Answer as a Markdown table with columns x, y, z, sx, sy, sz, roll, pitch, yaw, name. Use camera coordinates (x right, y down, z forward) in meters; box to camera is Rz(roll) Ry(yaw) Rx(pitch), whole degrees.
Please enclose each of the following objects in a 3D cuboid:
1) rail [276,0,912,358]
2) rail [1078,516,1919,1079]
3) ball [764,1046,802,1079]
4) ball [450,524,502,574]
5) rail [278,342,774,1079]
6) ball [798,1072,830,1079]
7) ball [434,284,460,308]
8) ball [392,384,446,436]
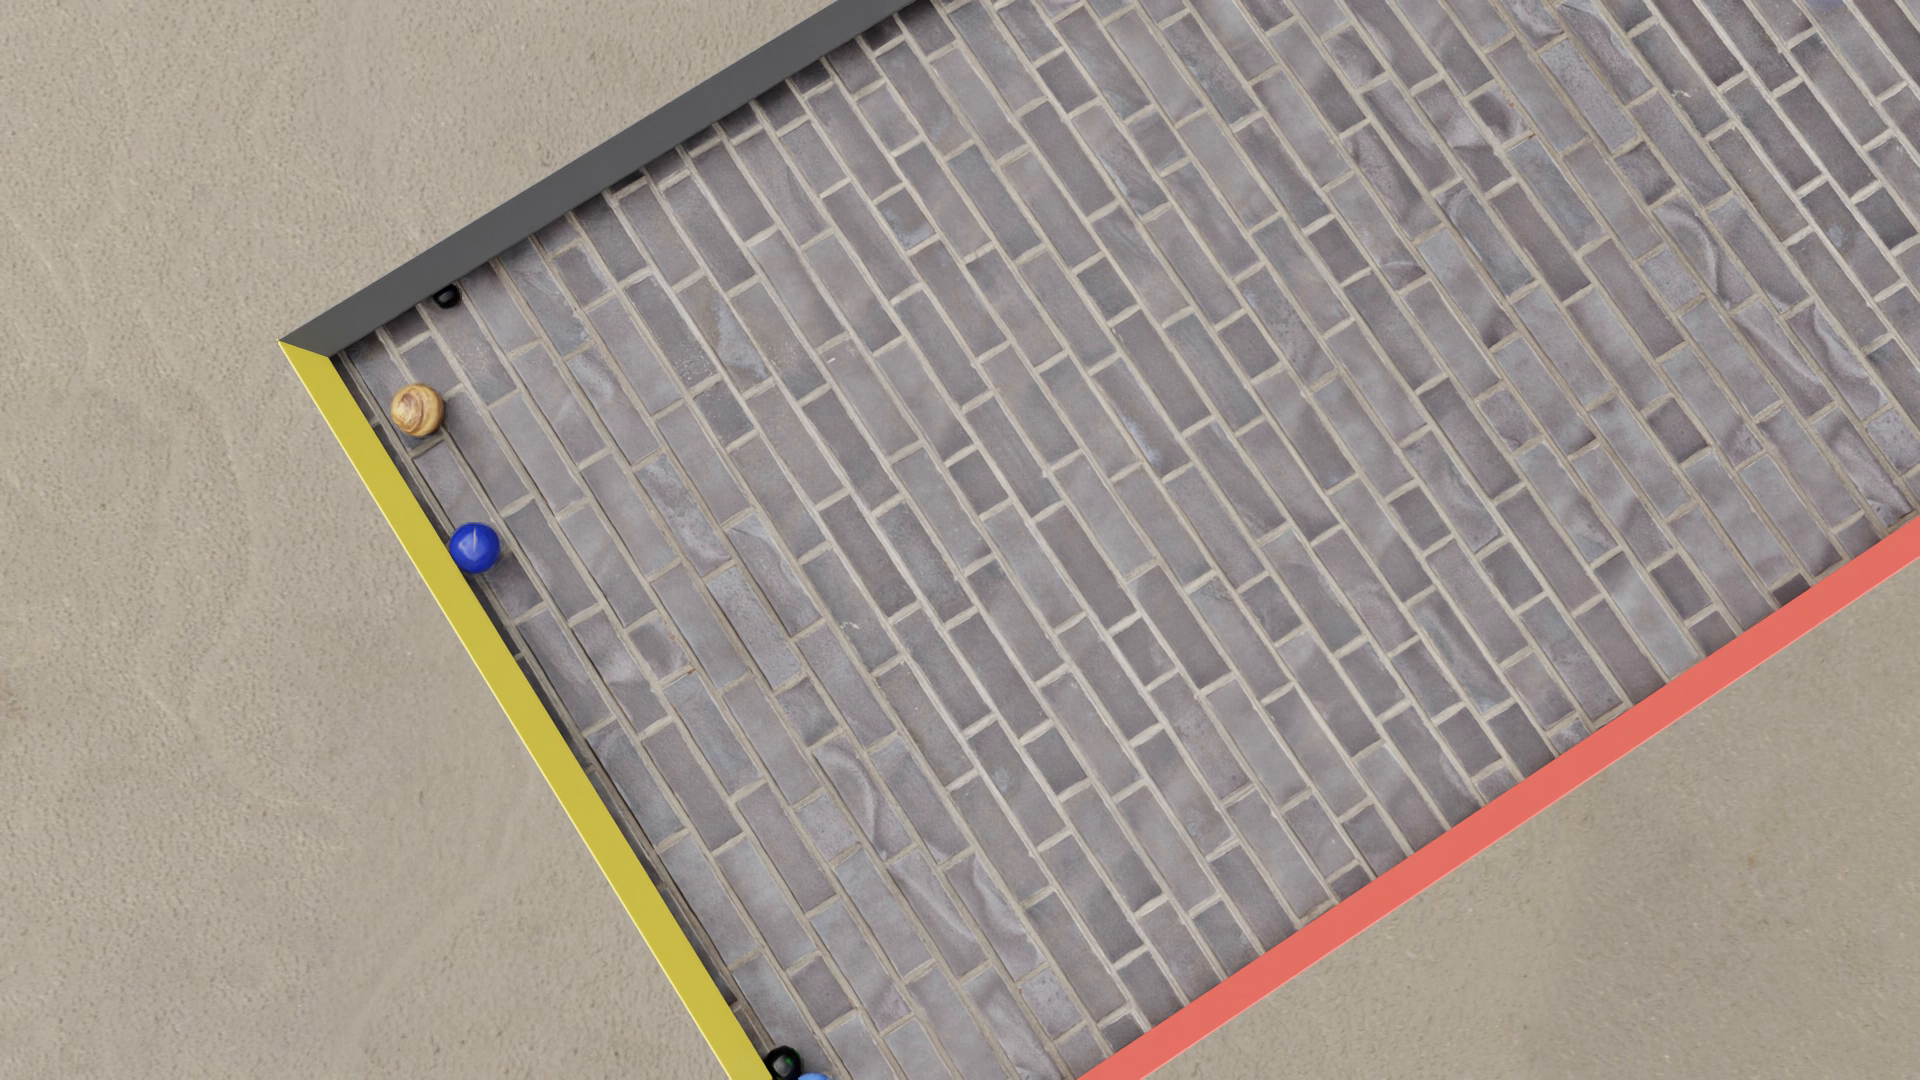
| x | y | z | sx | sy | sz | roll | pitch | yaw | name |
| --- | --- | --- | --- | --- | --- | --- | --- | --- | --- |
| 0.164 | -1.013 | 3.436 | 2.778 | 0.103 | 0.045 | -33 | 82 | -5 | rail |
| 1.001 | 0.261 | 3.218 | 2.778 | 0.103 | 0.045 | -33 | 82 | -5 | rail |
| -0.254 | 0.756 | 3.159 | 0.056 | 0.056 | 0.056 | 0 | 80 | 0 | ball |
| -0.722 | 0.012 | 3.276 | 0.075 | 0.075 | 0.075 | 0 | 80 | 0 | ball |
| -0.563 | 0.356 | 3.202 | 0.045 | 0.103 | 1.587 | -33 | 82 | -5 | rail |
| -0.209 | 0.797 | 3.144 | 0.071 | 0.071 | 0.071 | 0 | 80 | 0 | ball |
| -0.784 | -0.374 | 3.359 | 0.040 | 0.040 | 0.040 | 0 | 80 | 0 | ball |
| -0.815 | -0.195 | 3.309 | 0.079 | 0.079 | 0.079 | 0 | 80 | 0 | ball |
